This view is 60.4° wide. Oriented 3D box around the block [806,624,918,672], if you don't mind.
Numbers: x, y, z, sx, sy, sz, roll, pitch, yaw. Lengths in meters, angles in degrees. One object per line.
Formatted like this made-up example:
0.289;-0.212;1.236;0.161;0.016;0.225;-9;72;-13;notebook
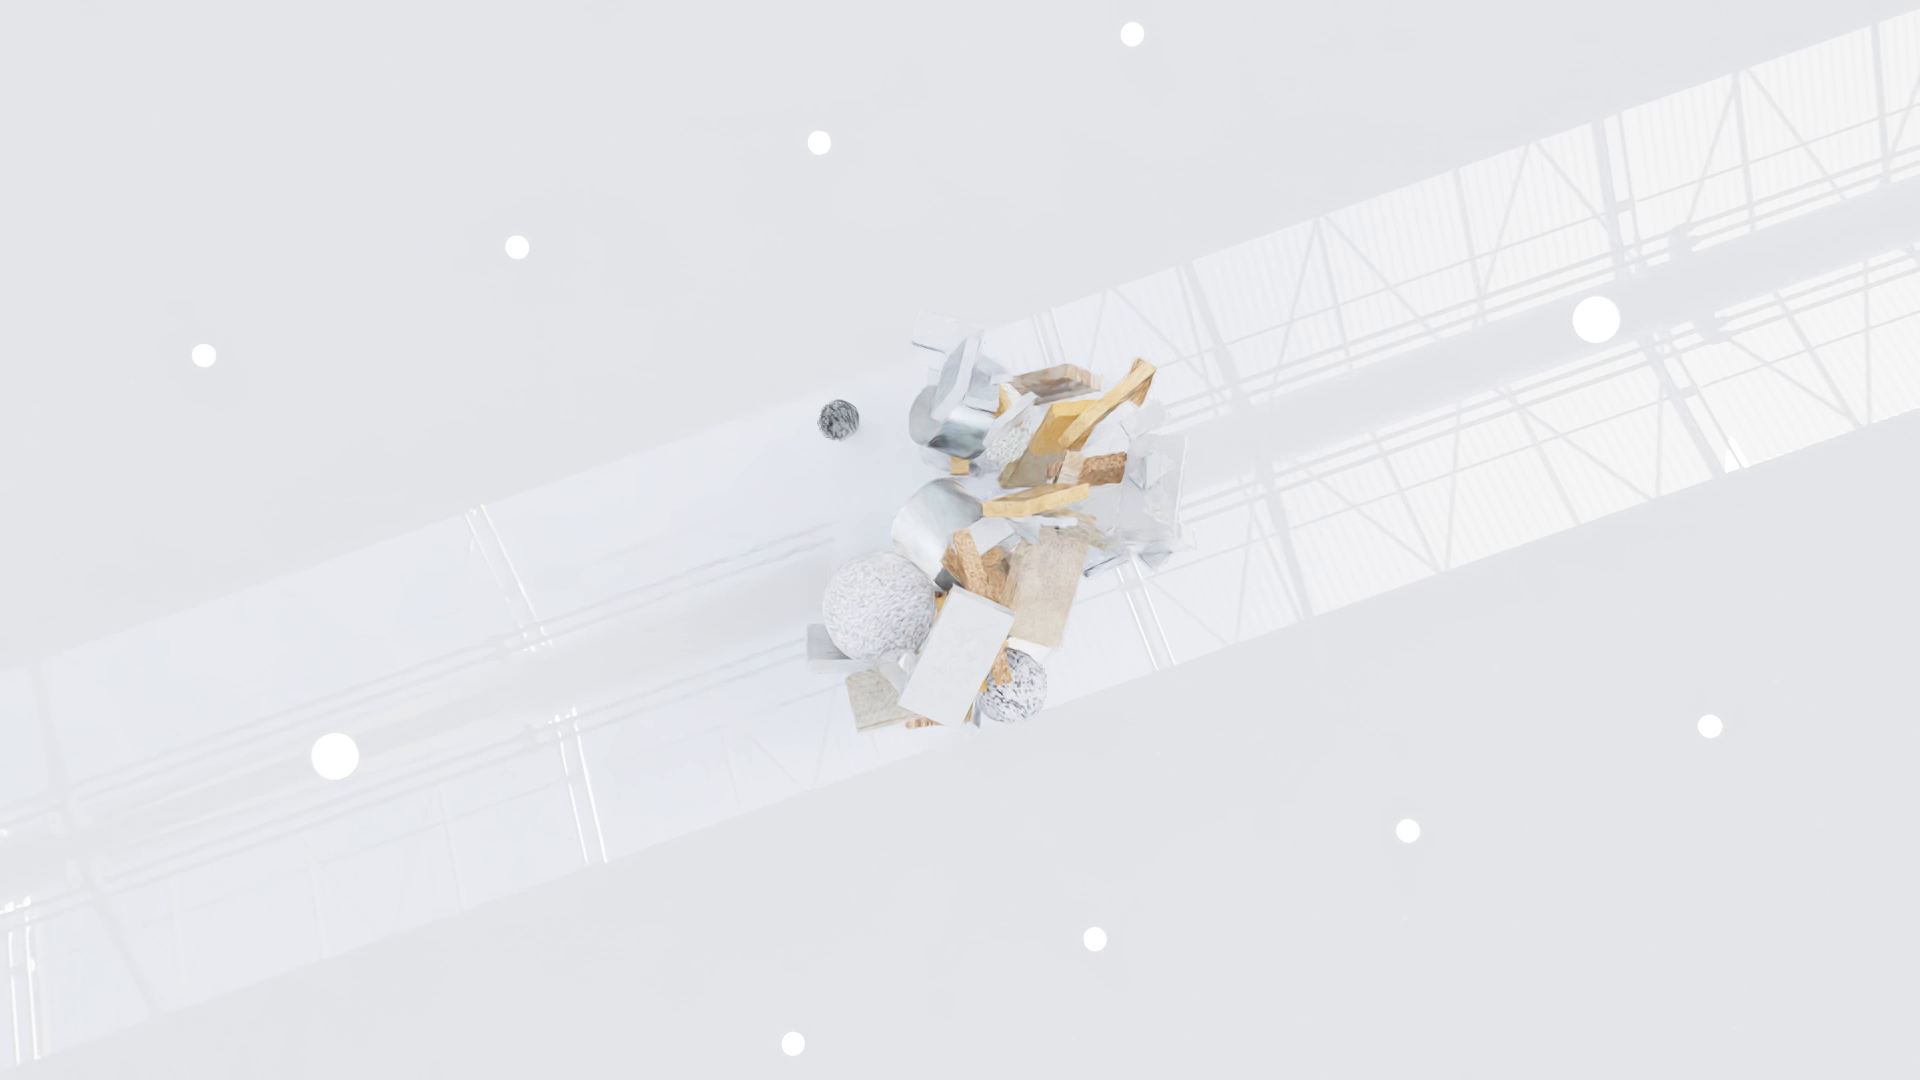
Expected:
-0.254;0.279;4.257;0.282;0.141;0.040;1;126;-5;block

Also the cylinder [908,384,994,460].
-0.026;-0.341;4.807;0.179;0.179;0.179;16;90;-37;cylinder

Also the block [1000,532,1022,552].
0.123;-0.027;3.992;0.071;0.142;0.020;45;124;4;block

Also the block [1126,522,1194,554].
0.608;-0.002;4.982;0.162;0.523;0.046;-8;85;11;block

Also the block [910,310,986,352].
-0.036;-0.586;4.728;0.196;0.028;0.098;15;78;9;block

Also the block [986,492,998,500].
0.176;-0.092;5.443;0.193;0.096;0.027;33;89;-5;block

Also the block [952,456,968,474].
0.000;-0.268;5.383;0.054;0.015;0.109;0;90;0;block

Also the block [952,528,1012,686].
0.053;0.161;3.836;0.042;0.409;0.148;-18;49;-3;block

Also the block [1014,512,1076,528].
0.197;-0.049;3.826;0.131;0.066;0.019;8;99;31;block

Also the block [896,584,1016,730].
-0.009;0.258;3.597;0.148;0.042;0.295;24;108;-8;block

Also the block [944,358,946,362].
0.002;-0.511;5.115;0.098;0.770;0.028;-3;89;0;block

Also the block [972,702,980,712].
-0.029;0.449;4.551;0.175;0.350;0.050;-5;87;6;block

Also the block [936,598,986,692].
-0.019;0.266;4.203;0.141;0.040;0.282;-2;48;-6;block

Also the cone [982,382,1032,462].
0.039;-0.351;5.177;0.261;0.261;0.261;8;78;-40;cone

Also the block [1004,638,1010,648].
0.074;0.354;4.954;0.167;0.047;0.334;9;123;37;block

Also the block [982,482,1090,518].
0.180;-0.095;3.869;0.122;0.245;0.035;1;102;43;block

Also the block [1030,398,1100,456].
0.324;-0.342;5.031;0.155;0.310;0.044;-6;72;-12;block

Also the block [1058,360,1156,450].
0.378;-0.347;4.228;0.035;0.122;0.313;47;53;4;block

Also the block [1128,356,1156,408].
0.485;-0.428;4.473;0.063;0.125;0.018;40;47;23;block

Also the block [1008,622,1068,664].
0.172;0.347;5.150;0.167;0.047;0.334;36;84;-5;block

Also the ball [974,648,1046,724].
0.124;0.376;4.266;0.193;0.193;0.193;0;90;0;ball

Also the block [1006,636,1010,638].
0.105;0.286;4.964;0.023;0.161;0.081;-23;68;-32;block

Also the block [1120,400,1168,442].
0.522;-0.340;4.681;0.125;0.018;0.063;-31;80;-5;block

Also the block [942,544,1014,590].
0.055;0.039;4.500;0.191;0.027;0.095;-43;101;-1;block

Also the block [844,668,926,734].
-0.128;0.368;4.018;0.282;0.040;0.141;-14;90;4;block

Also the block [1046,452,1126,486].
0.441;-0.215;5.094;0.162;0.325;0.046;12;78;-40;block

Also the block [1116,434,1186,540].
0.553;-0.155;4.754;0.162;0.046;0.325;4;61;15;block

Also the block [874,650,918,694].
-0.110;0.325;3.806;0.042;0.295;0.148;-41;95;-13;block

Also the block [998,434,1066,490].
0.246;-0.256;5.331;0.155;0.310;0.044;-6;68;-21;block

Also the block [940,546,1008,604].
0.085;0.115;4.309;0.171;0.341;0.048;25;95;-26;block

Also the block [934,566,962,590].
-0.018;0.117;4.620;0.027;0.191;0.095;-41;86;-18;block

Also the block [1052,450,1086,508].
0.262;-0.108;4.348;0.048;0.377;0.171;18;80;1;block

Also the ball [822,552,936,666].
-0.201;0.174;4.131;0.285;0.285;0.285;0;90;0;ball

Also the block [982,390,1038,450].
0.134;-0.322;4.413;0.026;0.092;0.184;39;46;8;block

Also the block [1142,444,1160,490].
0.539;-0.205;4.663;0.018;0.125;0.063;29;56;31;block

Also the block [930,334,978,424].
-0.014;-0.431;4.387;0.035;0.245;0.122;31;129;-16;block

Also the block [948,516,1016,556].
0.051;-0.007;3.895;0.142;0.020;0.071;-35;77;0;block

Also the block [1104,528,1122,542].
0.522;-0.024;5.374;0.068;0.136;0.019;2;107;41;block

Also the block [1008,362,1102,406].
0.200;-0.473;5.246;0.155;0.529;0.044;17;72;-41;block

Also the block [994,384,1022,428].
0.101;-0.415;4.845;0.028;0.098;0.196;-50;129;-24;block

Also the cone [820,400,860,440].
-0.386;-0.378;5.236;0.130;0.130;0.130;0;97;-1;cone

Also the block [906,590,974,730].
-0.072;0.316;4.369;0.175;0.050;0.350;-8;81;6;block

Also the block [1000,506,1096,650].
0.210;0.084;4.084;0.171;0.048;0.341;16;92;3;block

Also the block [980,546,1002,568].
0.050;0.031;3.973;0.020;0.142;0.071;-22;82;28;block

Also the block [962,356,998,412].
0.056;-0.435;4.502;0.092;0.331;0.026;13;117;-6;block

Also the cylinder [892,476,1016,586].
-0.011;0.003;5.233;0.294;0.294;0.294;-49;59;0;cylinder

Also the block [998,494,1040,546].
0.141;-0.050;3.974;0.019;0.066;0.131;-30;127;34;block

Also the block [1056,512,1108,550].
0.288;-0.021;3.956;0.131;0.066;0.019;19;121;-21;block

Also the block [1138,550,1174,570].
0.642;0.027;5.261;0.136;0.019;0.068;-43;77;-4;block

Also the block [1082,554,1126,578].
0.469;0.083;5.358;0.136;0.068;0.019;-24;91;-9;block

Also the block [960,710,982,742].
-0.011;0.506;5.142;0.047;0.715;0.167;-44;90;1;block

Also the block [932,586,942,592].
-0.015;0.297;4.782;0.167;0.047;0.334;-3;78;6;block

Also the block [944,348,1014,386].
0.051;-0.480;4.525;0.185;0.092;0.026;35;123;35;block

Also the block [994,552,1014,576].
0.126;0.091;4.719;0.095;0.388;0.027;16;69;22;block
